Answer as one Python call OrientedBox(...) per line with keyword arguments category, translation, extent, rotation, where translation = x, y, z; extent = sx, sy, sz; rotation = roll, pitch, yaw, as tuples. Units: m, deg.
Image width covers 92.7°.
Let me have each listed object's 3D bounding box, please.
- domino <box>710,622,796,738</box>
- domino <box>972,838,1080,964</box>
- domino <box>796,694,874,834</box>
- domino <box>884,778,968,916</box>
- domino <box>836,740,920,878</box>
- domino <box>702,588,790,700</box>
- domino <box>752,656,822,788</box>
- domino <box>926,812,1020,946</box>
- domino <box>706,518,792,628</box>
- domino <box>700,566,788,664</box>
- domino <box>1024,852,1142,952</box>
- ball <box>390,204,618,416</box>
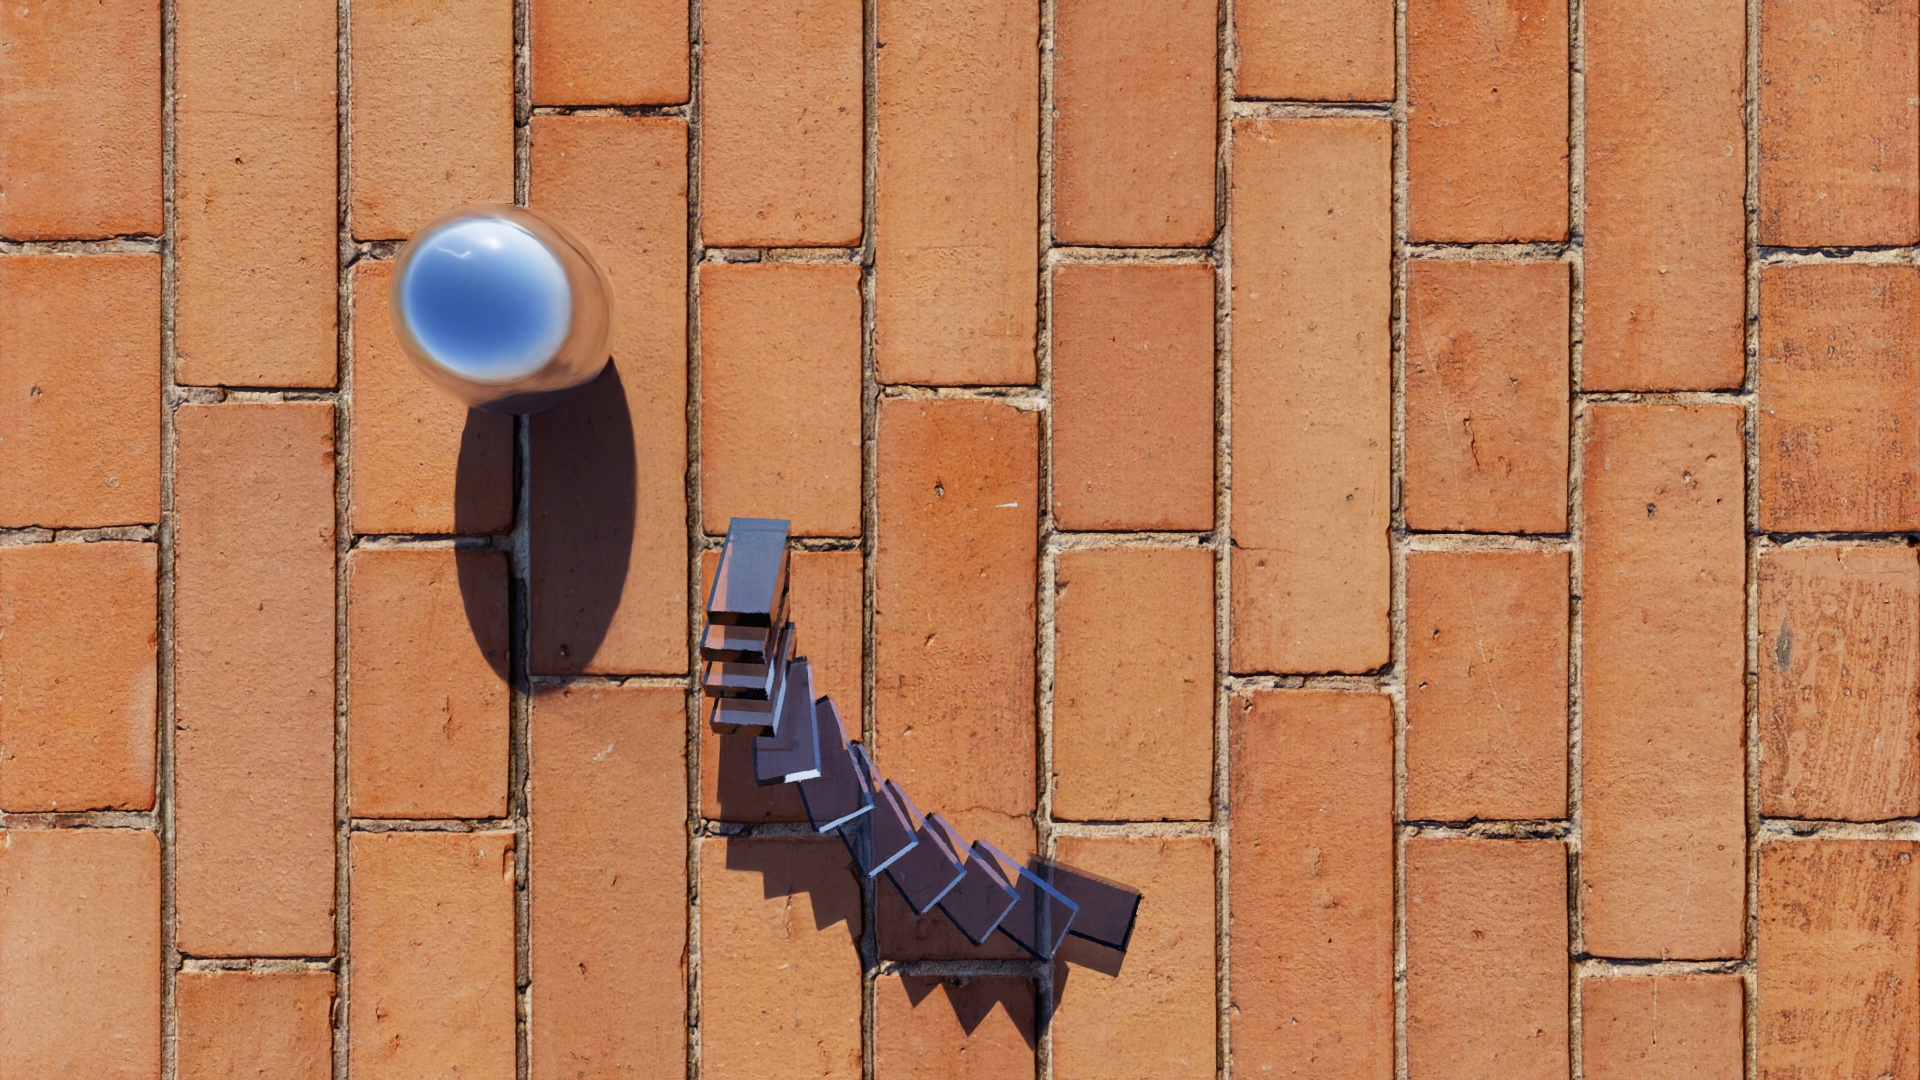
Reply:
OrientedBox(category="domino", translation=(-0.085, 0.056, 0.380), extent=(0.025, 0.009, 0.050), rotation=(4, 49, 1))
OrientedBox(category="domino", translation=(0.022, 0.151, 0.386), extent=(0.050, 0.010, 0.025), rotation=(29, 90, 24))
OrientedBox(category="domino", translation=(-0.057, 0.094, 0.385), extent=(0.025, 0.010, 0.050), rotation=(-26, 65, 0))
OrientedBox(category="domino", translation=(-0.023, 0.129, 0.385), extent=(0.025, 0.009, 0.050), rotation=(-44, 66, 0))
OrientedBox(category="domino", translation=(-0.041, 0.112, 0.385), extent=(0.025, 0.010, 0.050), rotation=(-36, 65, 0))
OrientedBox(category="domino", translation=(-0.088, 0.042, 0.380), extent=(0.025, 0.010, 0.050), rotation=(3, 49, 1))
OrientedBox(category="domino", translation=(-0.073, 0.075, 0.383), extent=(0.025, 0.010, 0.050), rotation=(-11, 59, 0))
OrientedBox(category="domino", translation=(-0.002, 0.142, 0.385), extent=(0.050, 0.010, 0.025), rotation=(39, 90, 24))
OrientedBox(category="domino", translation=(-0.087, 0.013, 0.380), extent=(0.025, 0.009, 0.050), rotation=(3, 49, 0))
OrientedBox(category="domino", translation=(-0.089, 0.027, 0.380), extent=(0.025, 0.010, 0.050), rotation=(3, 49, 1))
OrientedBox(category="domino", translation=(0.050, 0.156, 0.395), extent=(0.050, 0.009, 0.025), rotation=(18, 90, 0))
OrientedBox(category="ball", translation=(-0.177, -0.089, 0.360), extent=(0.080, 0.080, 0.080), rotation=(0, 90, 0))
